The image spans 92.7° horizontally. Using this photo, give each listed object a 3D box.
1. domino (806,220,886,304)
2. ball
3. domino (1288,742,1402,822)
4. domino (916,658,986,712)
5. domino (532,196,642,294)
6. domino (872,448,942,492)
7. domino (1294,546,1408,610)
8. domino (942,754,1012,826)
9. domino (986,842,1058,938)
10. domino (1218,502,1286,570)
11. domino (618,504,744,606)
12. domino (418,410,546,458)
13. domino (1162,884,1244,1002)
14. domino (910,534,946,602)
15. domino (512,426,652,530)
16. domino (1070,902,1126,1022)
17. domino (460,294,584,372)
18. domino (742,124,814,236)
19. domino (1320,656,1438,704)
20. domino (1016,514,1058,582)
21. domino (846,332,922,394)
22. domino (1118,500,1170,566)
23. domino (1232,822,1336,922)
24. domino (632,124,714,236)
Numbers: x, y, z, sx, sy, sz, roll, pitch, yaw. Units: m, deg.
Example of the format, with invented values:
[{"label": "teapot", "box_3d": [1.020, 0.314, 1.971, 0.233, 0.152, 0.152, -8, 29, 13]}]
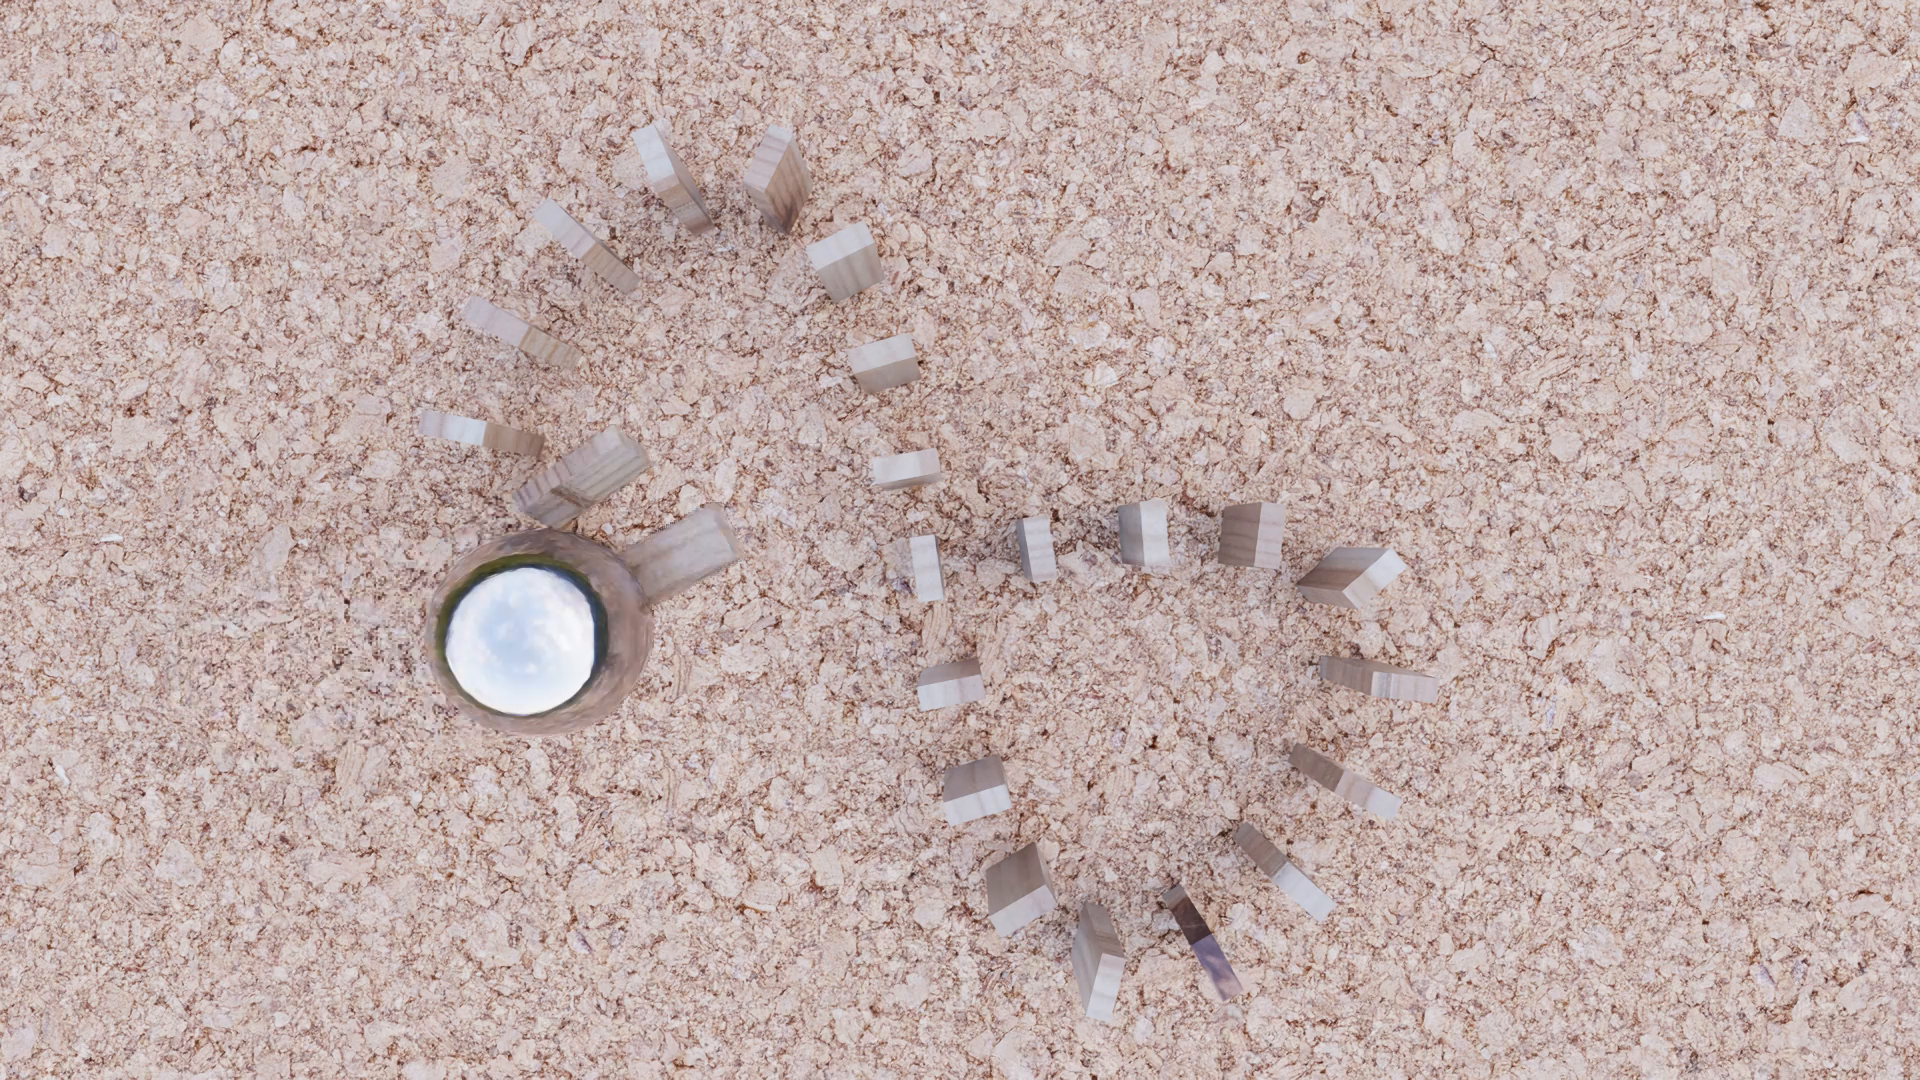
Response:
[{"label": "domino", "box_3d": [-0.046, -0.113, 0.375, 0.025, 0.050, 0.009, -26, 90, 0]}, {"label": "ball", "box_3d": [-0.162, 0.036, 0.355, 0.080, 0.080, 0.080, 0, 90, 0]}, {"label": "domino", "box_3d": [0.156, 0.098, 0.375, 0.025, 0.050, 0.010, 27, 90, 0]}, {"label": "domino", "box_3d": [-0.003, 0.058, 0.375, 0.025, 0.050, 0.009, -11, 90, 0]}, {"label": "domino", "box_3d": [-0.151, -0.119, 0.375, 0.025, 0.050, 0.009, 44, 90, 0]}, {"label": "domino", "box_3d": [-0.020, -0.028, 0.375, 0.025, 0.050, 0.009, -11, 90, 0]}, {"label": "domino", "box_3d": [0.159, 0.015, 0.375, 0.025, 0.050, 0.010, -42, 90, 0]}, {"label": "domino", "box_3d": [0.007, 0.101, 0.375, 0.025, 0.050, 0.010, -17, 90, 0]}, {"label": "domino", "box_3d": [0.024, 0.142, 0.375, 0.025, 0.050, 0.010, -30, 90, 0]}, {"label": "domino", "box_3d": [0.119, -0.002, 0.375, 0.010, 0.050, 0.025, 7, 90, 0]}, {"label": "domino", "box_3d": [-0.120, 0.007, 0.390, 0.050, 0.009, 0.025, -27, 90, 11]}, {"label": "domino", "box_3d": [-0.194, -0.043, 0.375, 0.025, 0.050, 0.010, 11, 90, 0]}, {"label": "domino", "box_3d": [0.098, 0.163, 0.375, 0.009, 0.050, 0.025, -29, 90, 0]}, {"label": "domino", "box_3d": [-0.013, 0.011, 0.375, 0.009, 0.050, 0.025, -8, 90, 0]}, {"label": "domino", "box_3d": [-0.159, -0.026, 0.386, 0.050, 0.025, 0.010, -34, 70, 1]}, {"label": "domino", "box_3d": [0.056, 0.171, 0.375, 0.010, 0.050, 0.025, 15, 90, 0]}, {"label": "domino", "box_3d": [-0.178, -0.084, 0.375, 0.025, 0.050, 0.009, 30, 90, 0]}, {"label": "domino", "box_3d": [-0.074, -0.146, 0.375, 0.009, 0.050, 0.025, 27, 90, 0]}, {"label": "domino", "box_3d": [0.170, 0.056, 0.375, 0.025, 0.050, 0.009, 6, 90, 0]}, {"label": "domino", "box_3d": [0.031, 0.003, 0.375, 0.010, 0.050, 0.025, -10, 90, 0]}, {"label": "domino", "box_3d": [-0.030, -0.071, 0.375, 0.025, 0.050, 0.009, -16, 90, 0]}, {"label": "domino", "box_3d": [0.074, -0.003, 0.375, 0.010, 0.050, 0.025, -5, 90, 0]}, {"label": "domino", "box_3d": [0.131, 0.135, 0.375, 0.025, 0.050, 0.010, 41, 90, 0]}, {"label": "domino", "box_3d": [-0.116, -0.146, 0.375, 0.010, 0.050, 0.025, -24, 90, 0]}]
